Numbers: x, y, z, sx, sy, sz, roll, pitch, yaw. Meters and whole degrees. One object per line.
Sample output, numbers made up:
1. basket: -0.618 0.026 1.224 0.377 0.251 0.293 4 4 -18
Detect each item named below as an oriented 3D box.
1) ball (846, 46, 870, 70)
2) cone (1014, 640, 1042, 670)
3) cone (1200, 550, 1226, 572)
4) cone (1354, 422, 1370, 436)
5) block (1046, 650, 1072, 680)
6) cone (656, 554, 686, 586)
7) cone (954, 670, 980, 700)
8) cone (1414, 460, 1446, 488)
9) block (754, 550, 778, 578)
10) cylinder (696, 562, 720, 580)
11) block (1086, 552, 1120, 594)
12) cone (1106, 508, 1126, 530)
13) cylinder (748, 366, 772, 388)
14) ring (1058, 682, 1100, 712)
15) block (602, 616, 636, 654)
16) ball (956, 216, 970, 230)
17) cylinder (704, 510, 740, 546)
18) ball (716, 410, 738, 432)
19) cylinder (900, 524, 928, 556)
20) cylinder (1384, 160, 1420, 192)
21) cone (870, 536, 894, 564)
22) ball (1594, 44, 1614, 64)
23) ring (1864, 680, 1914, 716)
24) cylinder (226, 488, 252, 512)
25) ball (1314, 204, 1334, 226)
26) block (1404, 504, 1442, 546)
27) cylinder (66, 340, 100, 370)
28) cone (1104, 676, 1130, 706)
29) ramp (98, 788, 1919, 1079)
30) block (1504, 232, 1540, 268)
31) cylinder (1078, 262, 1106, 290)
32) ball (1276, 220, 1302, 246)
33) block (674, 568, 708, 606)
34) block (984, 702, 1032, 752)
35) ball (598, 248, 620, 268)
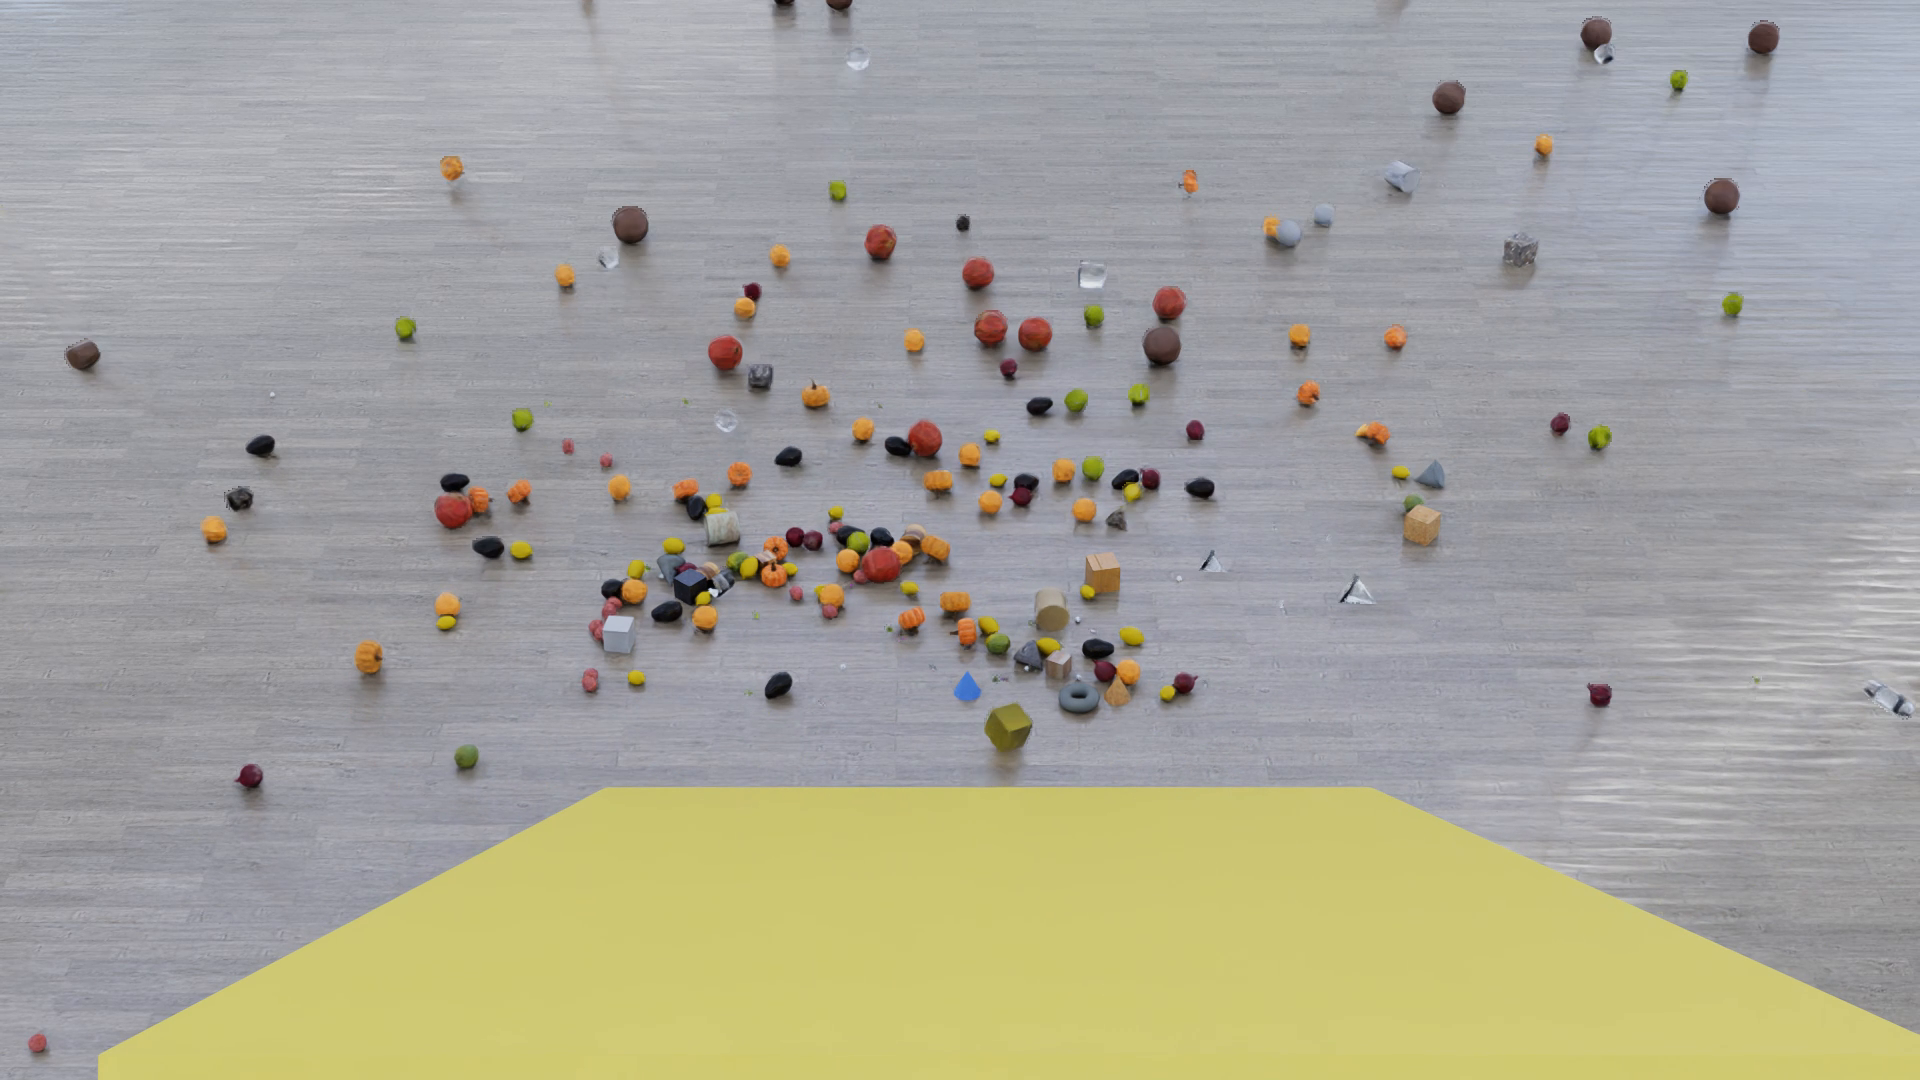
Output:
1. ball: -0.425 -2.007 10.812 0.099 0.099 0.099 0 34 0
2. cone: 0.210 0.340 7.356 0.083 0.083 0.083 -29 70 -36
3. cone: 0.765 0.076 7.755 0.072 0.072 0.072 32 38 0
4. cone: 1.297 -0.348 8.399 0.050 0.050 0.050 -22 30 16
5. block: 0.278 0.352 7.322 0.054 0.054 0.054 18 38 25
6. cone: -0.859 0.102 7.710 0.087 0.087 0.087 -1 60 -2
7. cone: 0.021 0.394 7.238 0.077 0.077 0.077 0 34 0
8. cone: 1.467 -0.198 8.159 0.088 0.088 0.088 -15 26 28
9. block: -0.581 0.070 7.747 0.051 0.051 0.051 -21 39 -29
10. cylinder: -0.753 0.106 7.682 0.063 0.063 0.063 22 39 29
11. block: 0.422 0.097 7.678 0.082 0.082 0.082 -7 34 -11
12. cone: 0.493 -0.052 7.949 0.065 0.065 0.065 -26 68 -33
13. cylinder: -0.666 -0.543 8.647 0.070 0.070 0.070 4 34 5
14. ring: 0.330 0.438 7.208 0.115 0.038 0.115 -1 33 1
15. block: -0.976 0.270 7.428 0.074 0.074 0.074 4 34 7
16. ball: 0.011 -1.170 9.602 0.052 0.052 0.052 0 34 0
17. cylinder: -0.721 -0.036 7.868 0.093 0.093 0.093 -9 35 -13
18. ball: -0.756 -0.386 8.413 0.070 0.070 0.070 0 34 0
19. cylinder: -0.141 -0.002 7.838 0.070 0.070 0.070 7 34 11
20. cylinder: 1.684 -1.385 9.885 0.092 0.092 0.092 -19 37 -26
21. cone: -0.236 0.020 7.800 0.076 0.076 0.076 0 34 0
22. ball: 2.699 -2.034 10.867 0.084 0.084 0.084 0 34 0
23. ring: 2.560 0.435 7.148 0.147 0.049 0.147 32 10 -6
24. cylinder: -2.228 -0.127 8.028 0.057 0.057 0.057 -26 42 -33
25. ball: 1.352 -1.208 9.633 0.080 0.080 0.080 0 34 0
26. block: 1.406 -0.046 7.895 0.079 0.079 0.079 24 41 31
27. cylinder: -2.959 -0.624 8.760 0.076 0.076 0.076 20 36 27
28. cone: 0.439 0.407 7.221 0.075 0.075 0.075 0 34 0
29. ramp: 0.075 0.649 4.783 2.000 0.100 4.000 0 -1 0
30. block: 2.031 -1.051 9.395 0.084 0.084 0.084 -22 39 -29
31. cylinder: 0.470 -0.939 9.224 0.088 0.088 0.088 6 34 9
32. ball: 1.201 -1.120 9.488 0.096 0.096 0.096 0 34 0
33. block: -0.792 0.138 7.629 0.069 0.069 0.069 26 42 34
34. block: 0.130 0.507 7.019 0.084 0.084 0.084 -14 51 -35
35. ball: -1.266 -1.017 9.352 0.075 0.075 0.075 0 34 0
